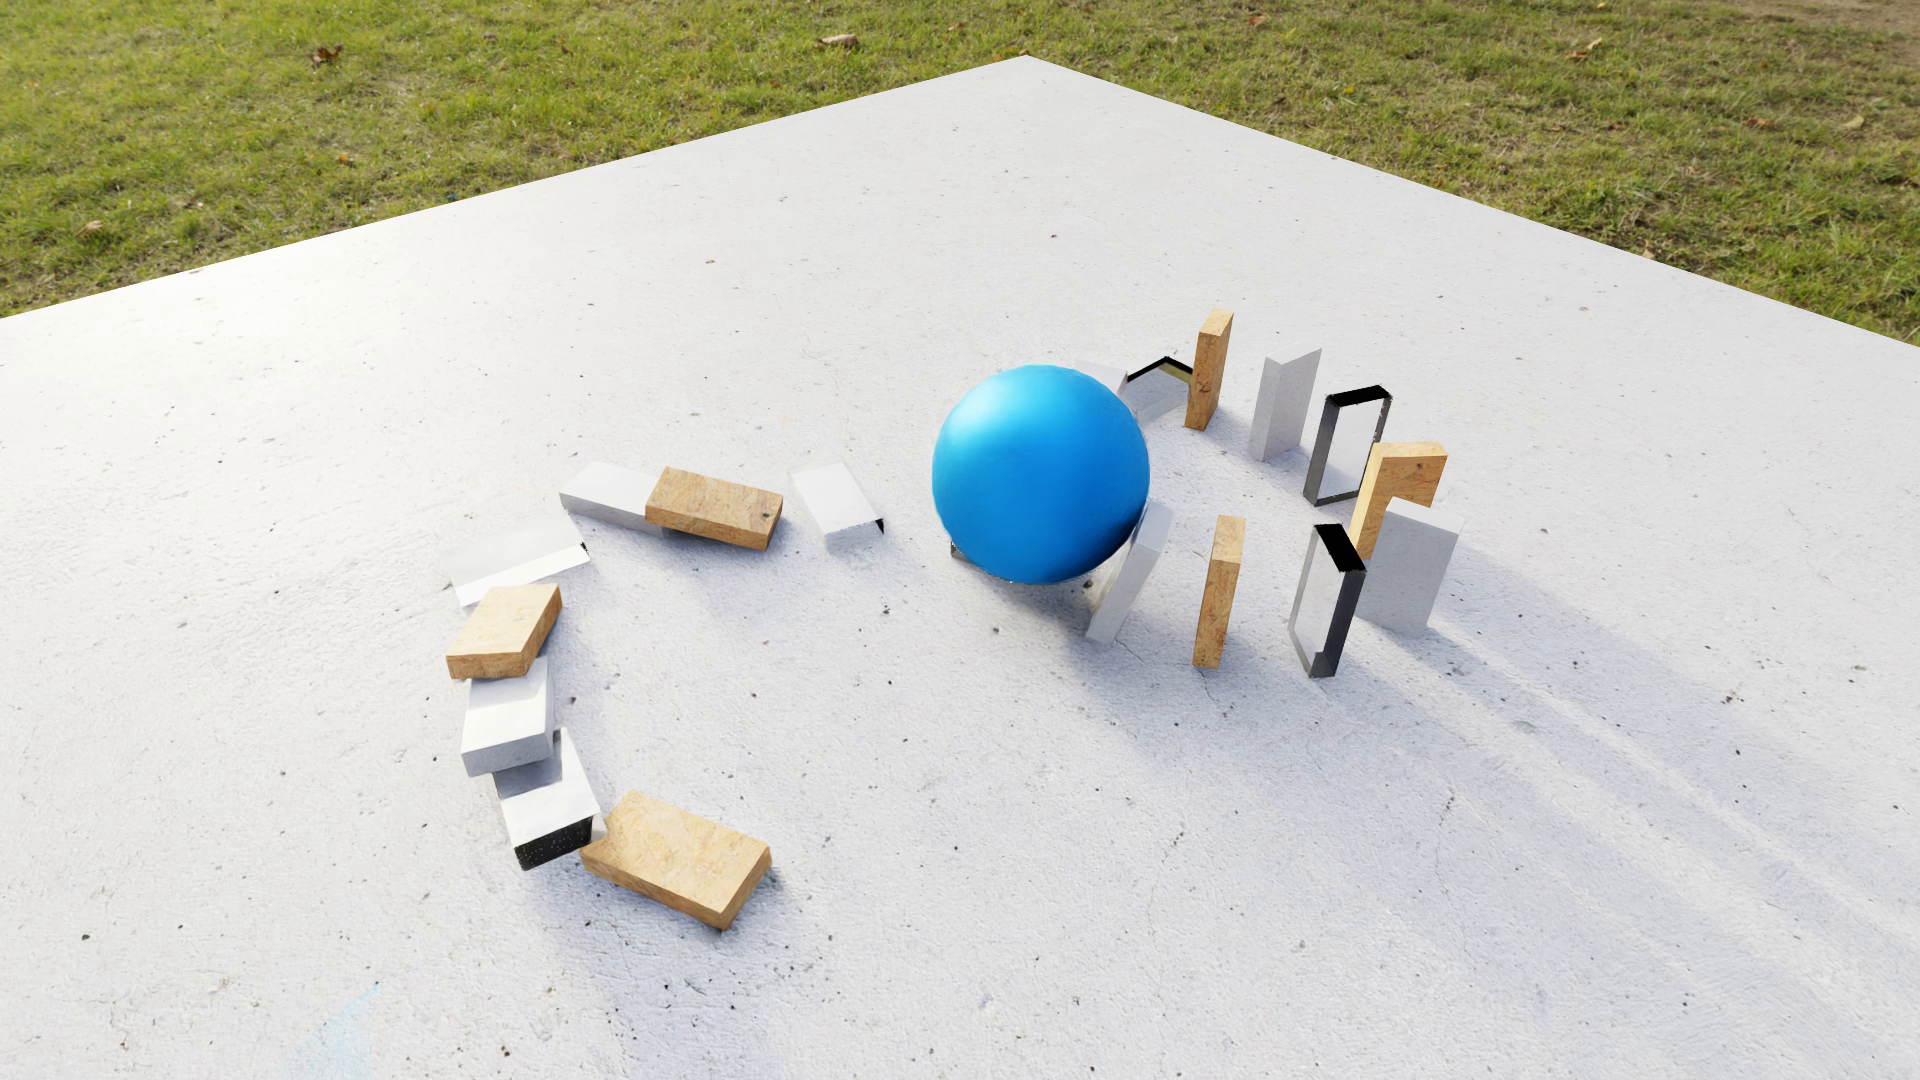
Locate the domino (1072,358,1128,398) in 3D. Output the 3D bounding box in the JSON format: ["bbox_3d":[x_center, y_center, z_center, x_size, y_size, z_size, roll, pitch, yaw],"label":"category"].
[{"bbox_3d":[0.057,-0.061,0.508,0.025,0.010,0.050,16,56,19],"label":"domino"}]

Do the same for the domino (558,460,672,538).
[{"bbox_3d":[-0.140,-0.018,0.465,0.050,0.010,0.025,14,41,17],"label":"domino"}]

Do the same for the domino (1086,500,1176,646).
[{"bbox_3d":[0.061,0.012,0.396,0.009,0.050,0.025,25,43,4],"label":"domino"}]

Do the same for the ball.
[{"bbox_3d":[0.029,-0.024,0.404,0.080,0.080,0.080,0,39,0],"label":"ball"}]

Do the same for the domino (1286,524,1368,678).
[{"bbox_3d":[0.128,0.022,0.385,0.009,0.050,0.025,-3,39,-4],"label":"domino"}]

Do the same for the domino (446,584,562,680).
[{"bbox_3d":[-0.163,0.032,0.395,0.025,0.009,0.050,-3,25,-3],"label":"domino"}]

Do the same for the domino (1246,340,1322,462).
[{"bbox_3d":[0.143,-0.061,0.486,0.025,0.050,0.010,-24,45,-26],"label":"domino"}]

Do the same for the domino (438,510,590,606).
[{"bbox_3d":[-0.176,0.006,0.436,0.050,0.010,0.025,-23,44,-25],"label":"domino"}]

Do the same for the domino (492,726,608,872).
[{"bbox_3d":[-0.128,0.079,0.339,0.025,0.010,0.050,-20,31,-23],"label":"domino"}]

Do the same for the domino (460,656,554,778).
[{"bbox_3d":[-0.149,0.057,0.363,0.025,0.009,0.050,-13,26,-14],"label":"domino"}]

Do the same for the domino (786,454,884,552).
[{"bbox_3d":[-0.053,-0.016,0.464,0.025,0.010,0.050,-16,42,-19],"label":"domino"}]

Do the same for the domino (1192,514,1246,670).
[{"bbox_3d":[0.091,0.019,0.389,0.010,0.050,0.025,10,40,12],"label":"domino"}]

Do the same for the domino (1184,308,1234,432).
[{"bbox_3d":[0.115,-0.078,0.507,0.010,0.050,0.025,16,42,19],"label":"domino"}]

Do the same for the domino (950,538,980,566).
[{"bbox_3d":[0.019,-0.008,0.453,0.025,0.009,0.050,17,42,20],"label":"domino"}]

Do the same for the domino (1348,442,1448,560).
[{"bbox_3d":[0.170,-0.015,0.430,0.025,0.050,0.009,-2,39,-3],"label":"domino"}]

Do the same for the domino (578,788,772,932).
[{"bbox_3d":[-0.085,0.095,0.328,0.050,0.009,0.025,16,42,18],"label":"domino"}]

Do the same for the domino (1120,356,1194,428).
[{"bbox_3d":[0.093,-0.072,0.531,0.050,0.010,0.025,-30,48,-31],"label":"domino"}]

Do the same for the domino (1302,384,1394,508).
[{"bbox_3d":[0.161,-0.039,0.459,0.025,0.050,0.009,-13,41,-15],"label":"domino"}]

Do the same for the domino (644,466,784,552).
[{"bbox_3d":[-0.100,-0.013,0.450,0.050,0.009,0.025,14,43,-2],"label":"domino"}]

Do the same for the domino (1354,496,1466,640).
[{"bbox_3d":[0.162,0.011,0.398,0.025,0.050,0.009,22,44,25],"label":"domino"}]
